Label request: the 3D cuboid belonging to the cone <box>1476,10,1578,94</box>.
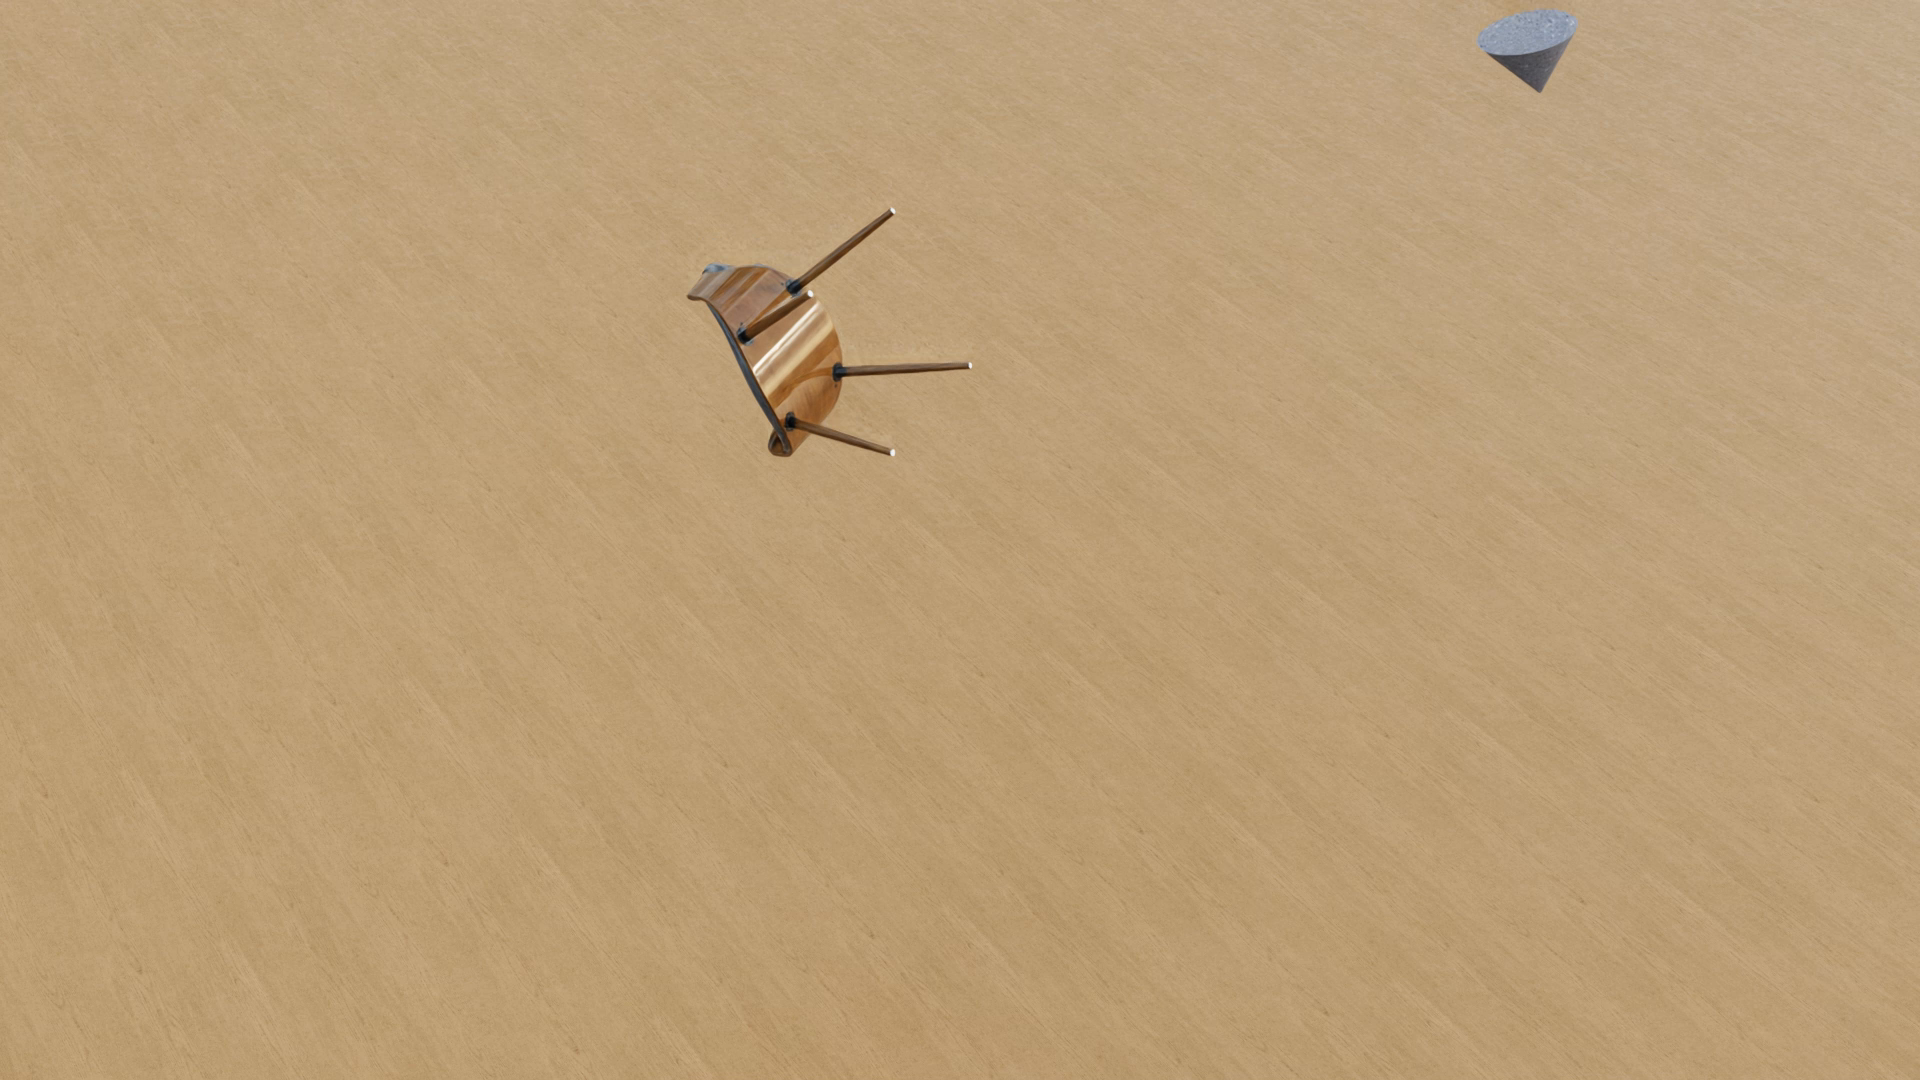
[{"bbox_3d":[1.773,-1.473,9.062,0.314,0.219,0.273,0,39,28],"label":"cone"}]
